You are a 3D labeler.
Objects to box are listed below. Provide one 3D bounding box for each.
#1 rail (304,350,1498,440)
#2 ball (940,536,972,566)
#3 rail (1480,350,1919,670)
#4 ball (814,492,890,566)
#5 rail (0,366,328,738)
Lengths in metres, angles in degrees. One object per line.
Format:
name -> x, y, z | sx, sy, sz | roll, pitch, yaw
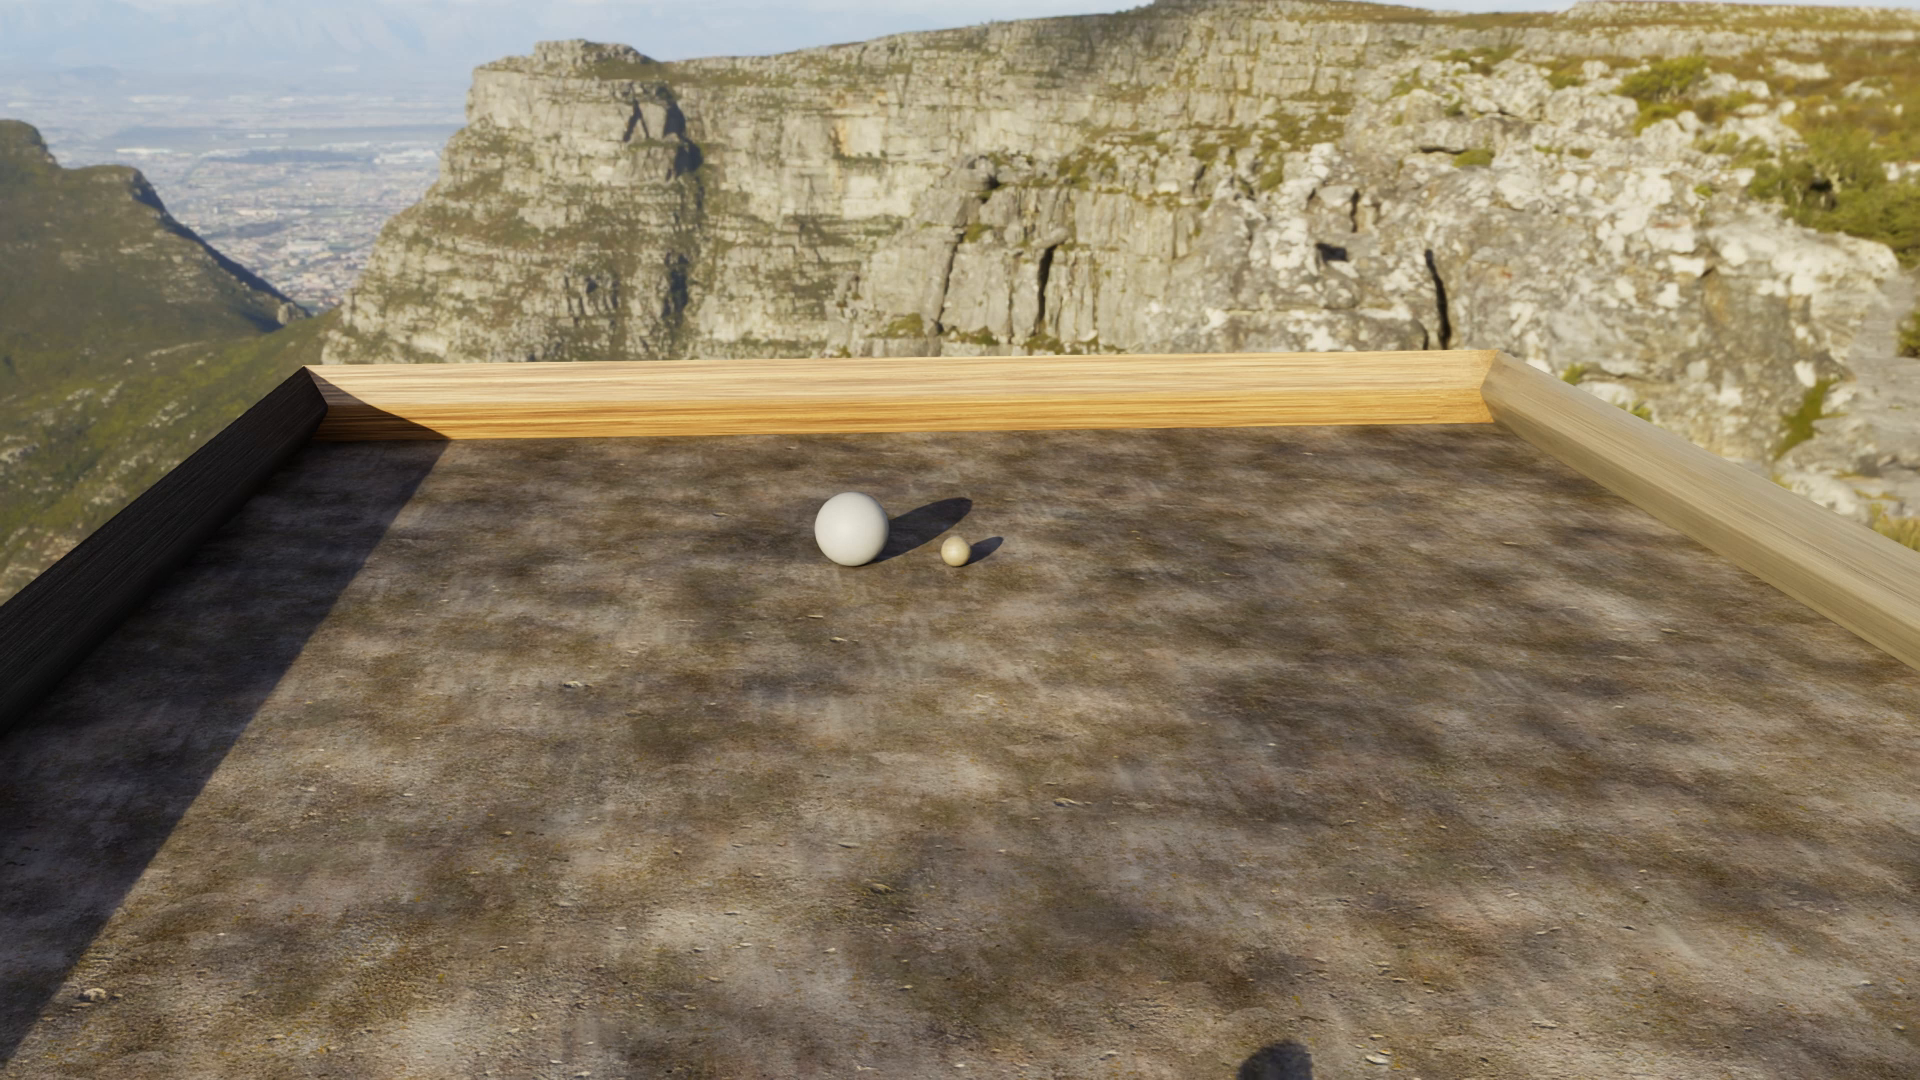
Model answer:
rail -> -0.077, -0.248, 3.811 | 2.080, 0.130, 0.045 | -1, 14, -5
ball -> -0.005, 0.015, 2.934 | 0.041, 0.041, 0.041 | 0, 14, 0
rail -> 1.092, 0.174, 2.102 | 0.045, 0.130, 3.752 | -1, 14, -5
ball -> -0.144, -0.015, 2.932 | 0.100, 0.100, 0.100 | 0, 14, 0
rail -> -0.934, 0.215, 1.936 | 0.045, 0.130, 3.752 | -1, 14, -5
